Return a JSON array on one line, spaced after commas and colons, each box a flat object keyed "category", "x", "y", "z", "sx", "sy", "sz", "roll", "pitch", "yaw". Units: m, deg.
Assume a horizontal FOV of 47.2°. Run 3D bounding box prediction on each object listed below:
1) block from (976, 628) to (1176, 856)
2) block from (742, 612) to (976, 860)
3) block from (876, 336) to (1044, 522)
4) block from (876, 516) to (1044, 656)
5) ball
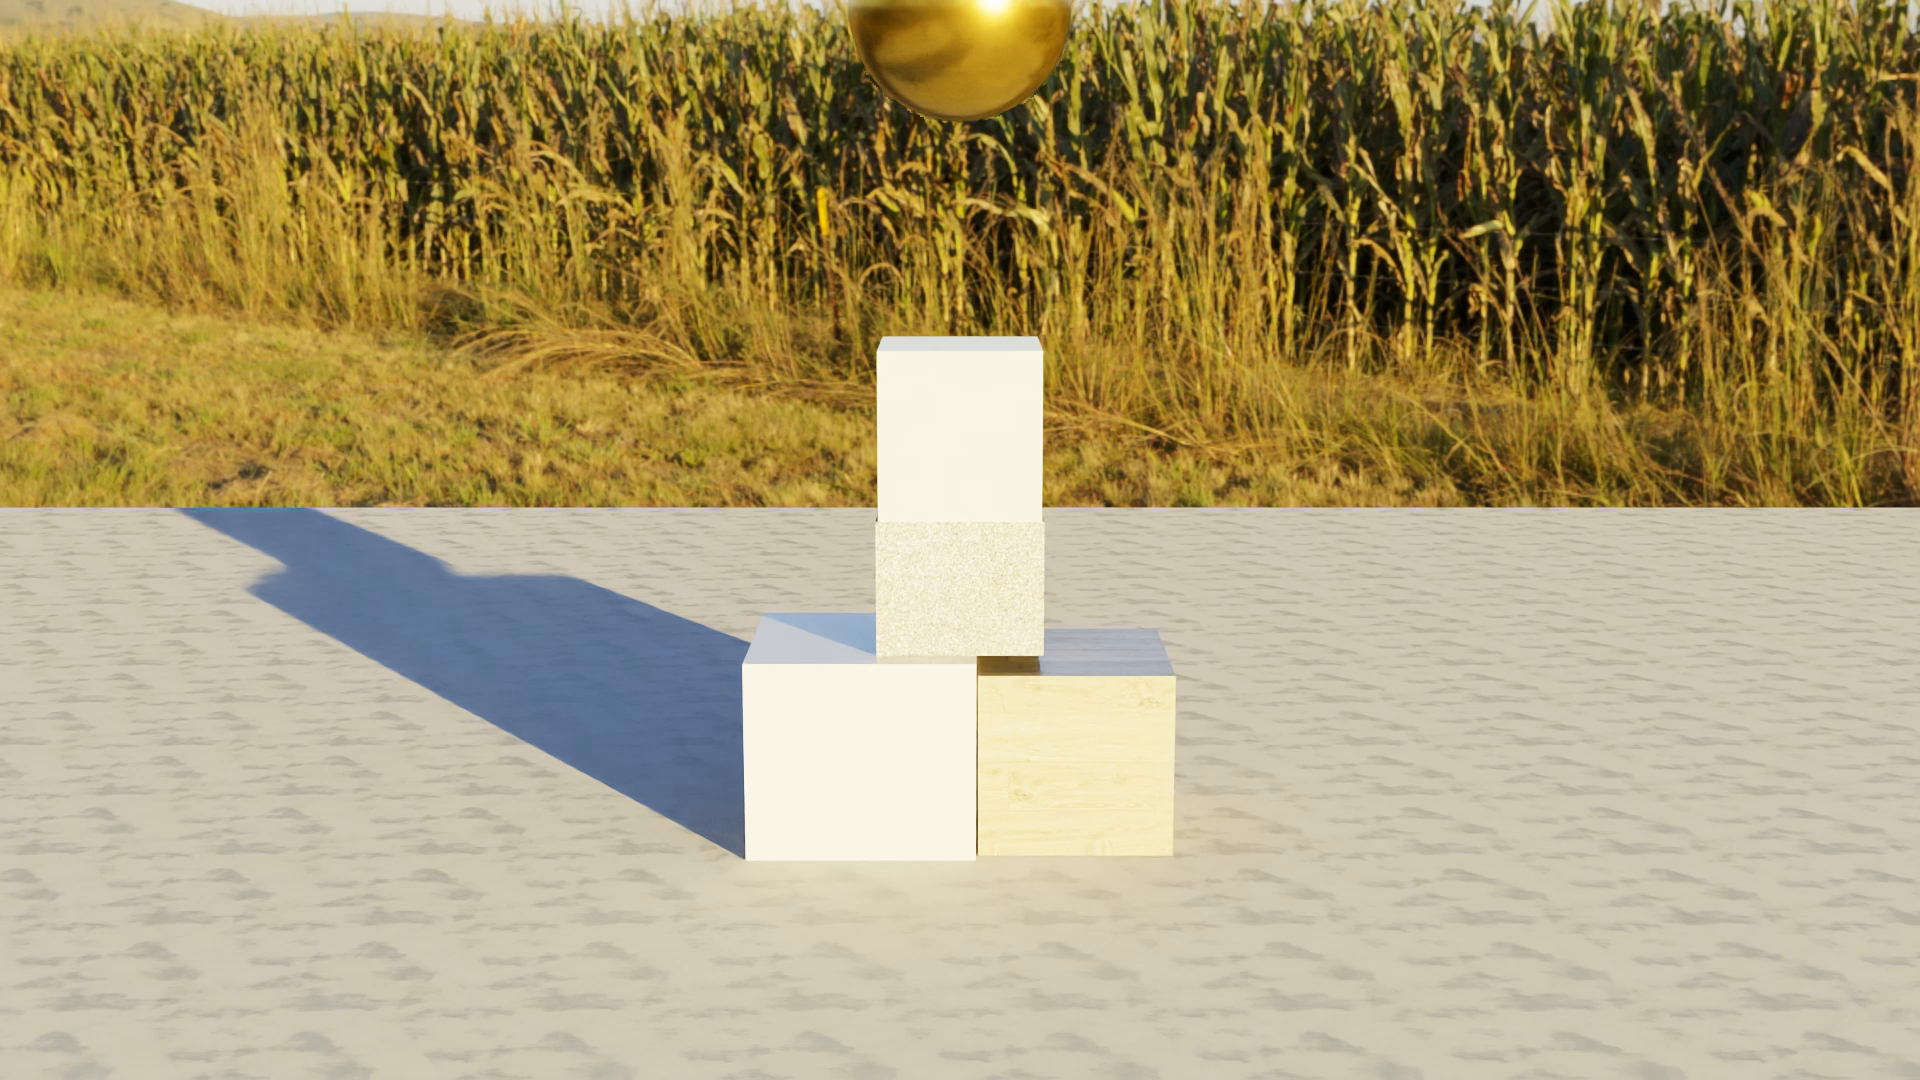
[{"category": "block", "x": 0.573, "y": 1.023, "z": 11.378, "sx": 0.969, "sy": 0.916, "sz": 1.064, "roll": 0, "pitch": 10, "yaw": 0}, {"category": "block", "x": -0.489, "y": 0.988, "z": 11.355, "sx": 1.136, "sy": 0.994, "sz": 1.181, "roll": 0, "pitch": 10, "yaw": 0}, {"category": "block", "x": 0.000, "y": -0.571, "z": 11.069, "sx": 0.801, "sy": 0.835, "sz": 0.799, "roll": 0, "pitch": 10, "yaw": 0}, {"category": "block", "x": 0.000, "y": 0.169, "z": 11.207, "sx": 0.826, "sy": 0.670, "sz": 0.818, "roll": 0, "pitch": 10, "yaw": 0}, {"category": "ball", "x": 0.000, "y": -3.804, "z": 15.728, "sx": 1.600, "sy": 1.600, "sz": 1.600, "roll": 0, "pitch": 10, "yaw": 0}]
